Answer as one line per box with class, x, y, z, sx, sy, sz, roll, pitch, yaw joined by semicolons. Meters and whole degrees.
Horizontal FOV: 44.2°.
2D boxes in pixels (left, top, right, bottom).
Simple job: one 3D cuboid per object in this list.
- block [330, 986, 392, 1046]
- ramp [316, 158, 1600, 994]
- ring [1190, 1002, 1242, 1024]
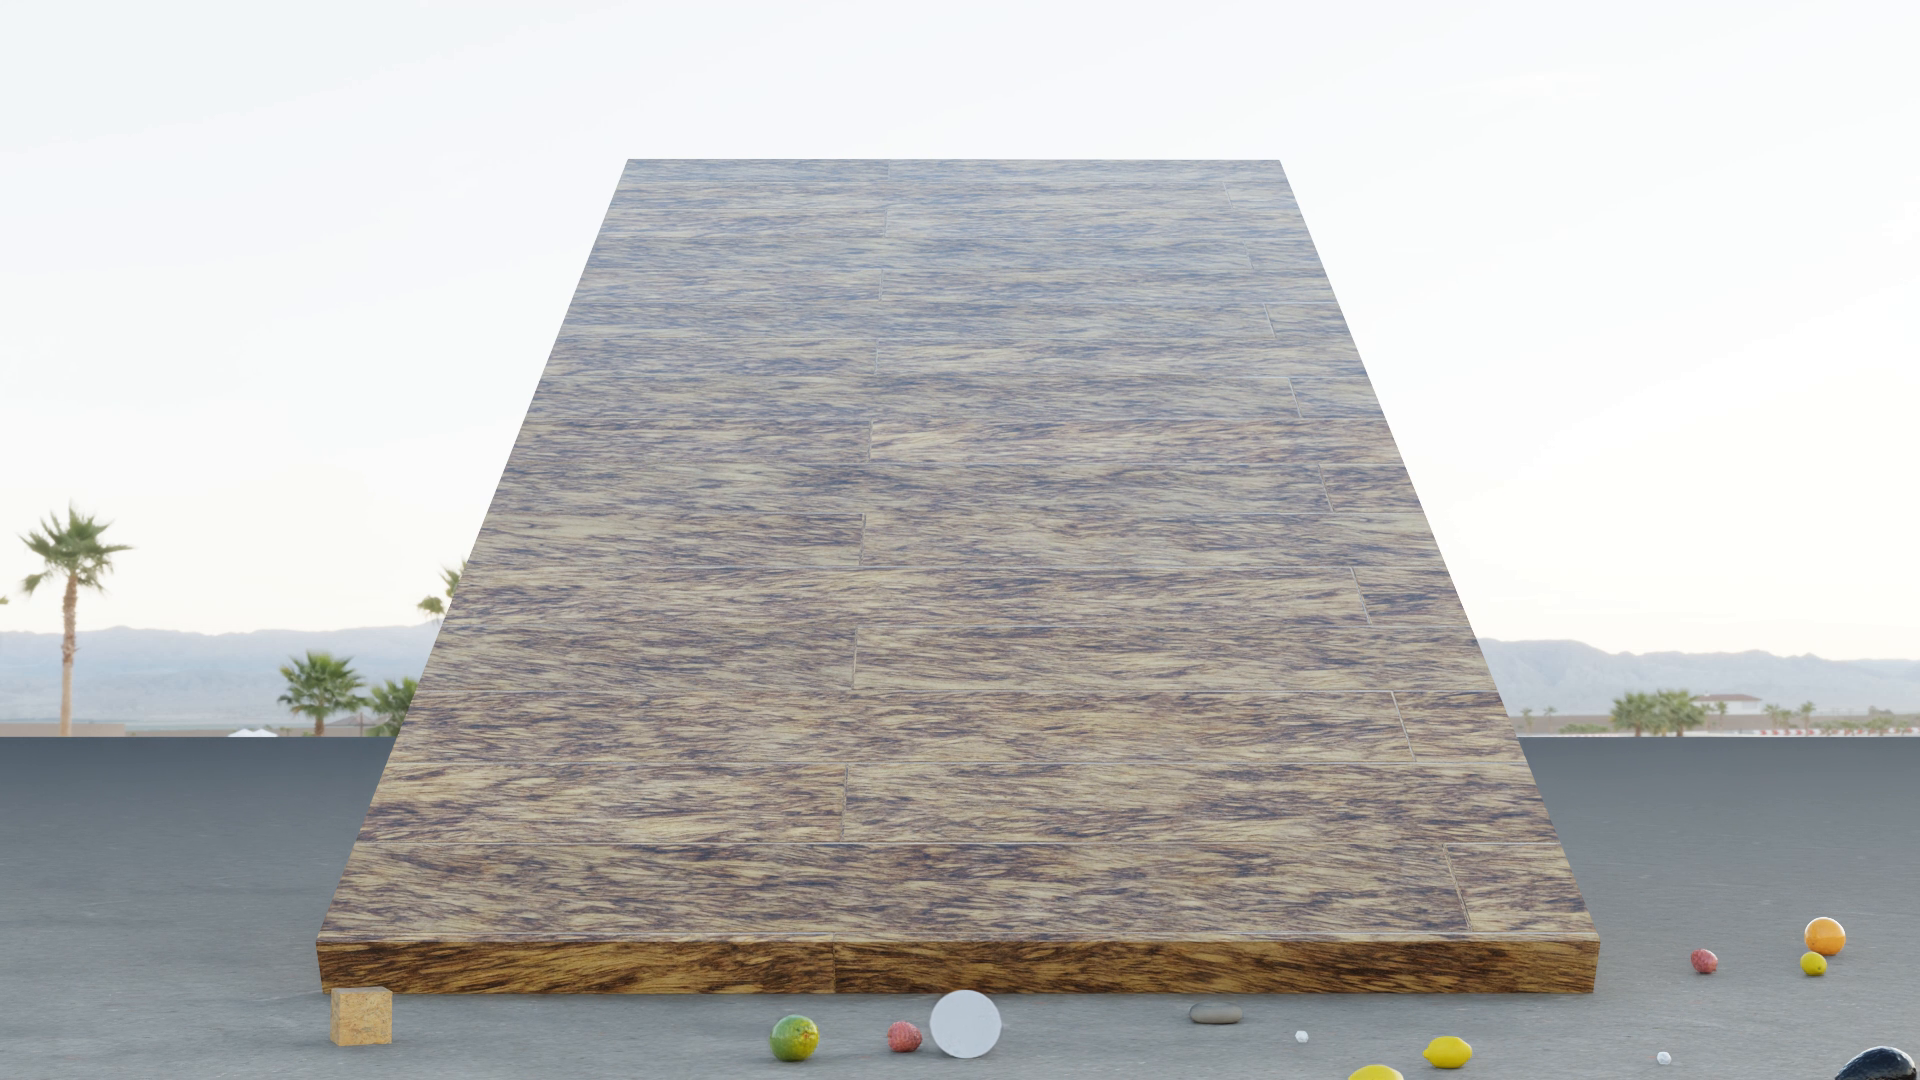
block;-0.798;0.634;3.154;0.068;0.068;0.068;2;-5;-25
ramp;-0.010;-0.227;5.491;2.000;0.100;4.000;0;27;0
ring;0.364;0.673;3.364;0.075;0.025;0.075;-1;-4;0
